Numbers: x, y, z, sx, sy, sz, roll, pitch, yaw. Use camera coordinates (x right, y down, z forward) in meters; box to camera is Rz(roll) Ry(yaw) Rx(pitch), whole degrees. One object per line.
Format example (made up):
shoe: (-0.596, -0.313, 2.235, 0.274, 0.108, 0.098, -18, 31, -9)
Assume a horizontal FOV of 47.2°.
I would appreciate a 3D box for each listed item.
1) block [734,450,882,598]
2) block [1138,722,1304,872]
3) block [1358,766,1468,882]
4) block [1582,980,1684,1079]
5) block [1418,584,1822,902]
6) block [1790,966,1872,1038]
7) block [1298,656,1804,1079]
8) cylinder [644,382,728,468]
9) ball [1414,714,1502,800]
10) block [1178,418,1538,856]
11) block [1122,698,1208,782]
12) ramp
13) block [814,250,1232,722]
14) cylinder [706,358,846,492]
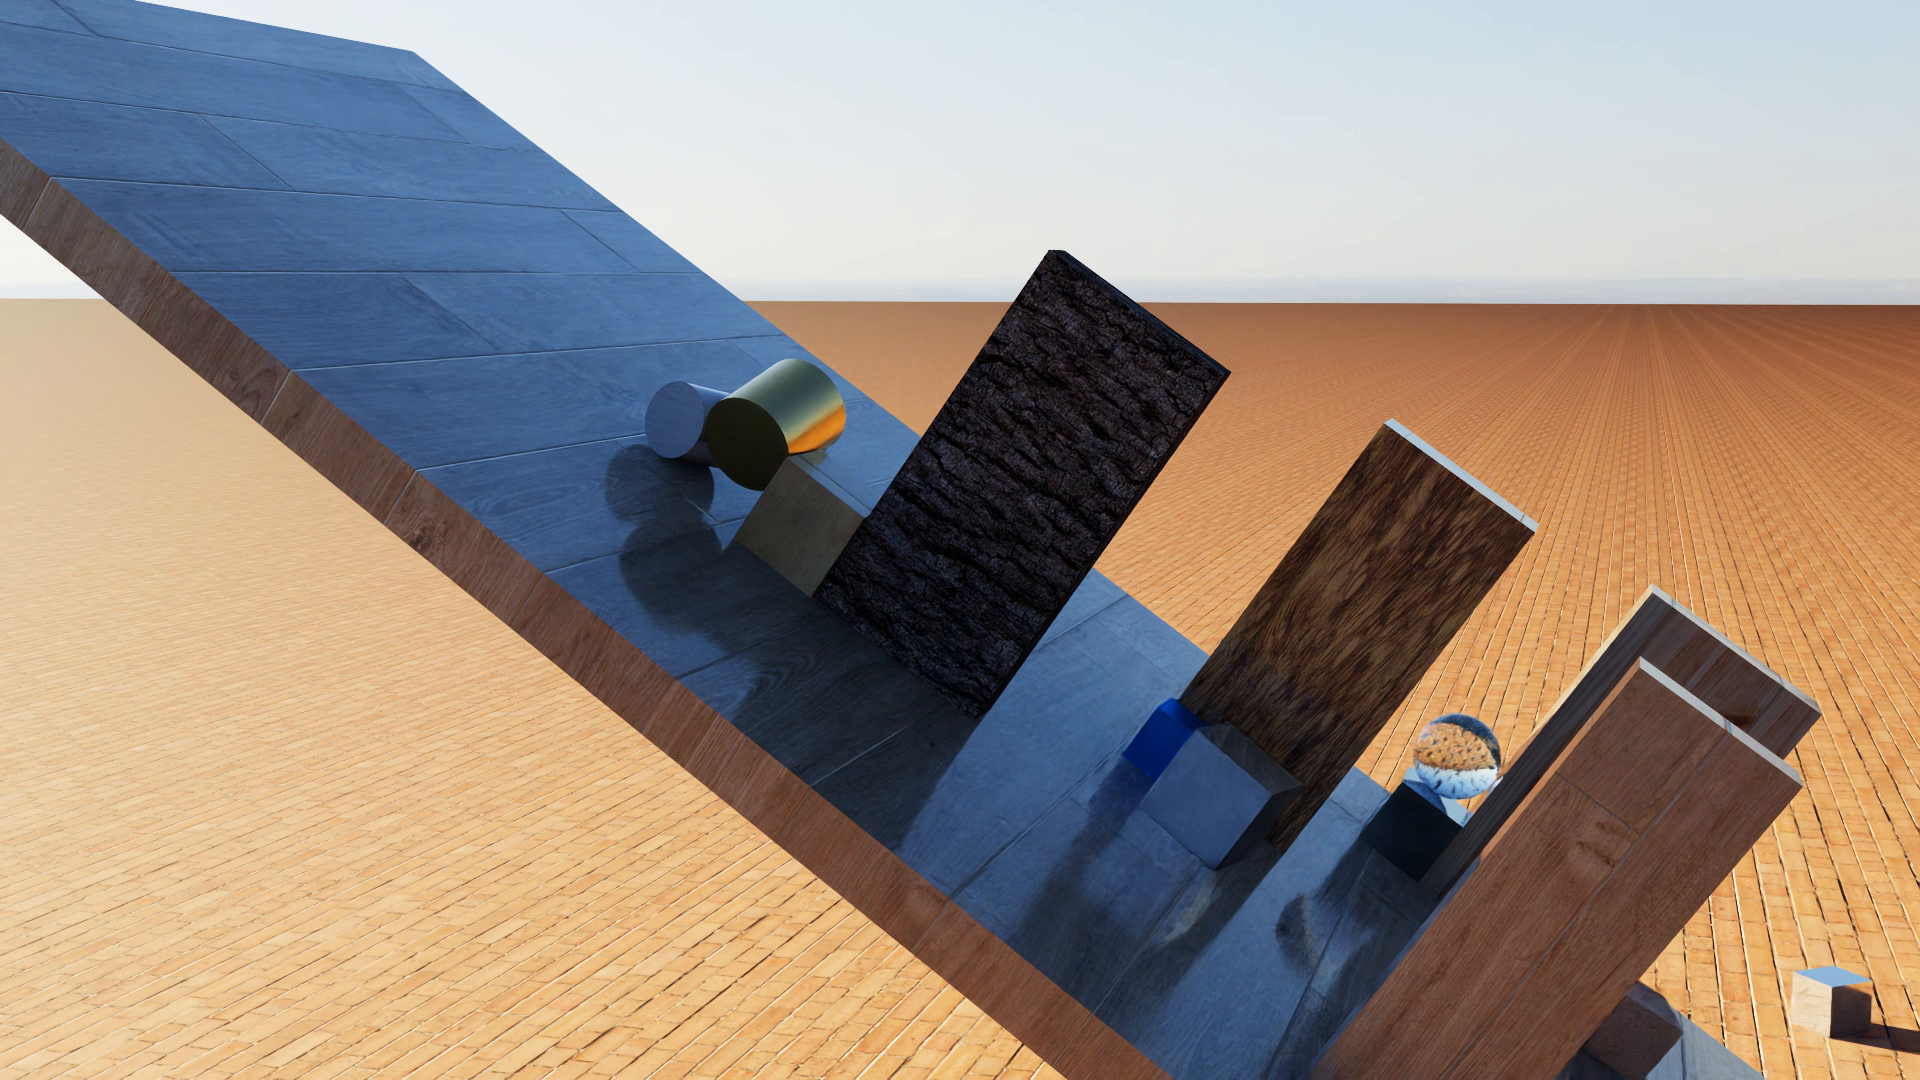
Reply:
block: (-0.249, -0.031, 3.812, 0.171, 0.171, 0.171, 38, 16, 10)
block: (0.456, 0.446, 3.844, 0.174, 0.174, 0.174, 41, 16, 20)
block: (0.921, 0.576, 4.469, 0.147, 0.147, 0.147, 37, 16, 9)
block: (1.263, 0.918, 4.180, 0.134, 0.134, 0.134, 33, 16, -7)
block: (1.288, 0.501, 4.330, 0.382, 0.743, 0.130, 37, 16, 10)
block: (2.144, 1.135, 5.409, 0.129, 0.129, 0.129, -3, 7, -22)
block: (0.808, 0.557, 3.075, 0.258, 0.793, 0.092, 37, 16, 10)
cylinder: (-0.467, -0.206, 3.945, 0.138, 0.138, 0.138, 5, -3, 34)
ball: (1.006, 0.438, 4.449, 0.175, 0.175, 0.175, 0, 7, 0)
block: (0.696, 0.179, 4.050, 0.325, 0.751, 0.139, 37, 16, 10)
block: (0.387, 0.375, 4.028, 0.113, 0.113, 0.113, 38, 16, 12)
ramp: (-0.090, 0.161, 4.081, 4.000, 0.100, 2.000, 37, 16, 10)
block: (0.098, -0.089, 3.679, 0.347, 0.716, 0.102, 37, 16, 10)
cylinder: (-0.324, -0.204, 3.876, 0.178, 0.178, 0.178, 4, 28, 32)
